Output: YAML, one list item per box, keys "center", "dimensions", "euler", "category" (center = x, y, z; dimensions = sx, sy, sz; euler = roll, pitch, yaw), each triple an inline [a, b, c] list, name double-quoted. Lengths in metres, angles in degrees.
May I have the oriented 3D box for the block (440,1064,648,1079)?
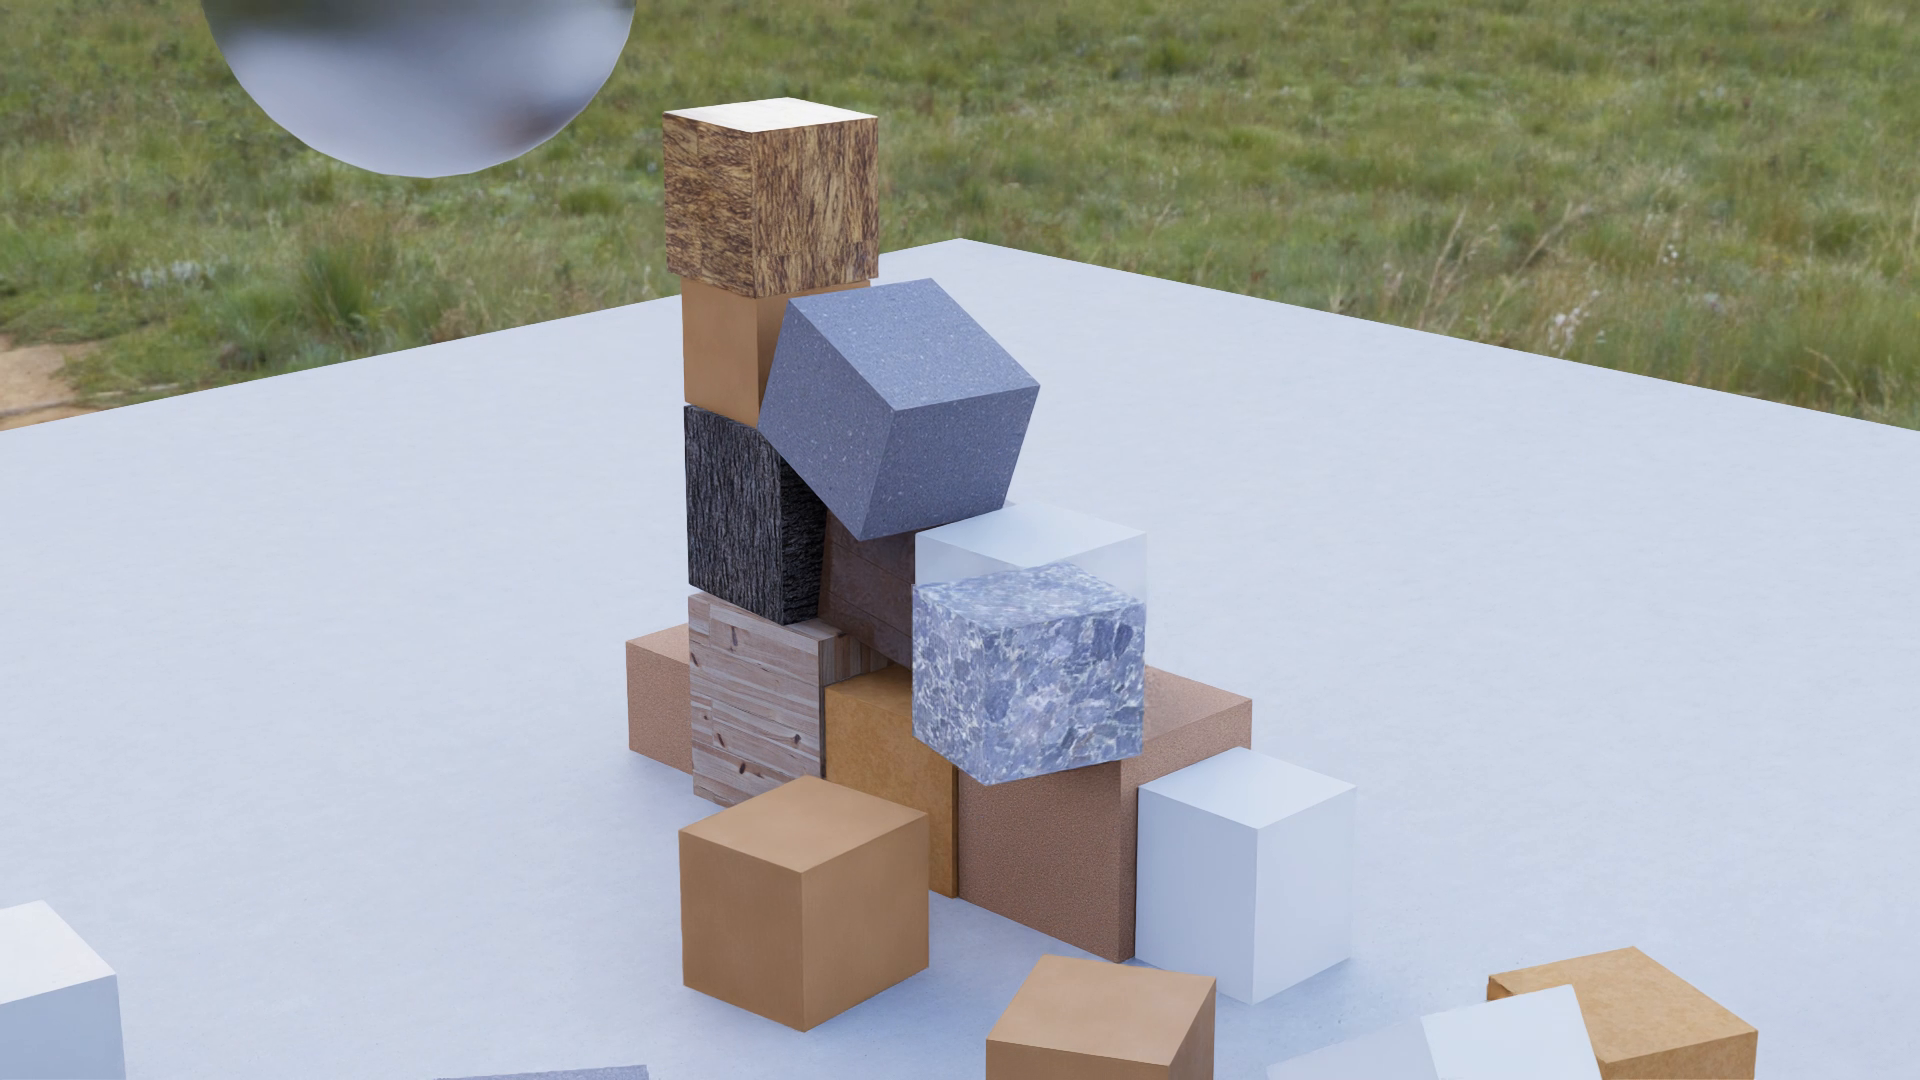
- center: [-1.424, 2.305, 9.752]
  dimensions: [0.827, 0.754, 0.825]
  euler: [-3, 18, -8]
  category: "block"

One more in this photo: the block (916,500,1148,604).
- center: [0.316, 0.283, 13.068]
  dimensions: [0.747, 0.657, 0.703]
  euler: [-16, 24, -42]
  category: "block"

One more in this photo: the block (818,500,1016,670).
- center: [-0.185, 0.107, 13.560]
  dimensions: [0.628, 0.661, 0.641]
  euler: [-16, 32, -42]
  category: "block"

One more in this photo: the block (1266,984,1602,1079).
- center: [1.665, 2.031, 9.889]
  dimensions: [0.790, 0.809, 0.737]
  euler: [-3, -19, -41]
  category: "block"

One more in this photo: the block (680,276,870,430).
- center: [-0.870, -0.940, 13.904]
  dimensions: [0.643, 0.619, 0.643]
  euler: [-13, 22, -35]
  category: "block"

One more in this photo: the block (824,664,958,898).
- center: [-0.010, 1.052, 13.668]
  dimensions: [0.907, 0.797, 0.831]
  euler: [-17, 24, -42]
  category: "block"

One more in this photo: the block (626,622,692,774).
- center: [-1.203, 0.788, 14.861]
  dimensions: [0.685, 0.585, 0.682]
  euler: [-17, 24, -42]
  category: "block"

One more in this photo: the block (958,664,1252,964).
- center: [0.638, 1.155, 13.030]
  dimensions: [0.857, 0.984, 0.966]
  euler: [-17, 24, -42]
  category: "block"

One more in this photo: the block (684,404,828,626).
- center: [-0.777, -0.189, 14.034]
  dimensions: [0.750, 0.894, 0.796]
  euler: [-13, 22, -36]
  category: "block"

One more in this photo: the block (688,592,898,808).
- center: [-0.627, 0.751, 14.246]
  dimensions: [0.995, 1.025, 0.928]
  euler: [-17, 24, -42]
  category: "block"

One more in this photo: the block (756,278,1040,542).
- center: [-0.287, -0.599, 13.190]
  dimensions: [0.793, 0.705, 0.884]
  euler: [-12, 44, -35]
  category: "block"

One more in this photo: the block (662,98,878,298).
- center: [-0.886, -1.618, 13.758]
  dimensions: [0.718, 0.762, 0.721]
  euler: [-13, 22, -36]
  category: "block"

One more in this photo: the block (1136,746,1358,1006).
- center: [1.217, 1.419, 12.508]
  dimensions: [0.659, 0.793, 0.652]
  euler: [-17, 24, -42]
  category: "block"

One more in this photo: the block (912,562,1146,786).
- center: [0.281, 0.544, 12.222]
  dimensions: [0.747, 0.661, 0.647]
  euler: [-9, 19, -27]
  category: "block"

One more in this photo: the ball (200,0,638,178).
- center: [-1.955, -2.119, 10.626]
  dimensions: [1.600, 1.600, 1.600]
  euler: [0, 17, 0]
  category: "ball"

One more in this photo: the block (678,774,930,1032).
- center: [-0.650, 1.514, 12.345]
  dimensions: [0.690, 0.709, 0.793]
  euler: [14, 22, 37]
  category: "block"

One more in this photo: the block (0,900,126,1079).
- center: [-3.662, 1.918, 11.018]
  dimensions: [0.780, 0.733, 0.807]
  euler: [-12, 21, -34]
  category: "block"

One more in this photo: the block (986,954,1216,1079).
- center: [0.525, 2.022, 10.812]
  dimensions: [0.673, 0.658, 0.738]
  euler: [5, 18, 17]
  category: "block"

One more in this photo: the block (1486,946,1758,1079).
- center: [2.401, 2.015, 10.760]
  dimensions: [0.645, 0.703, 0.753]
  euler: [-7, 19, -22]
  category: "block"
